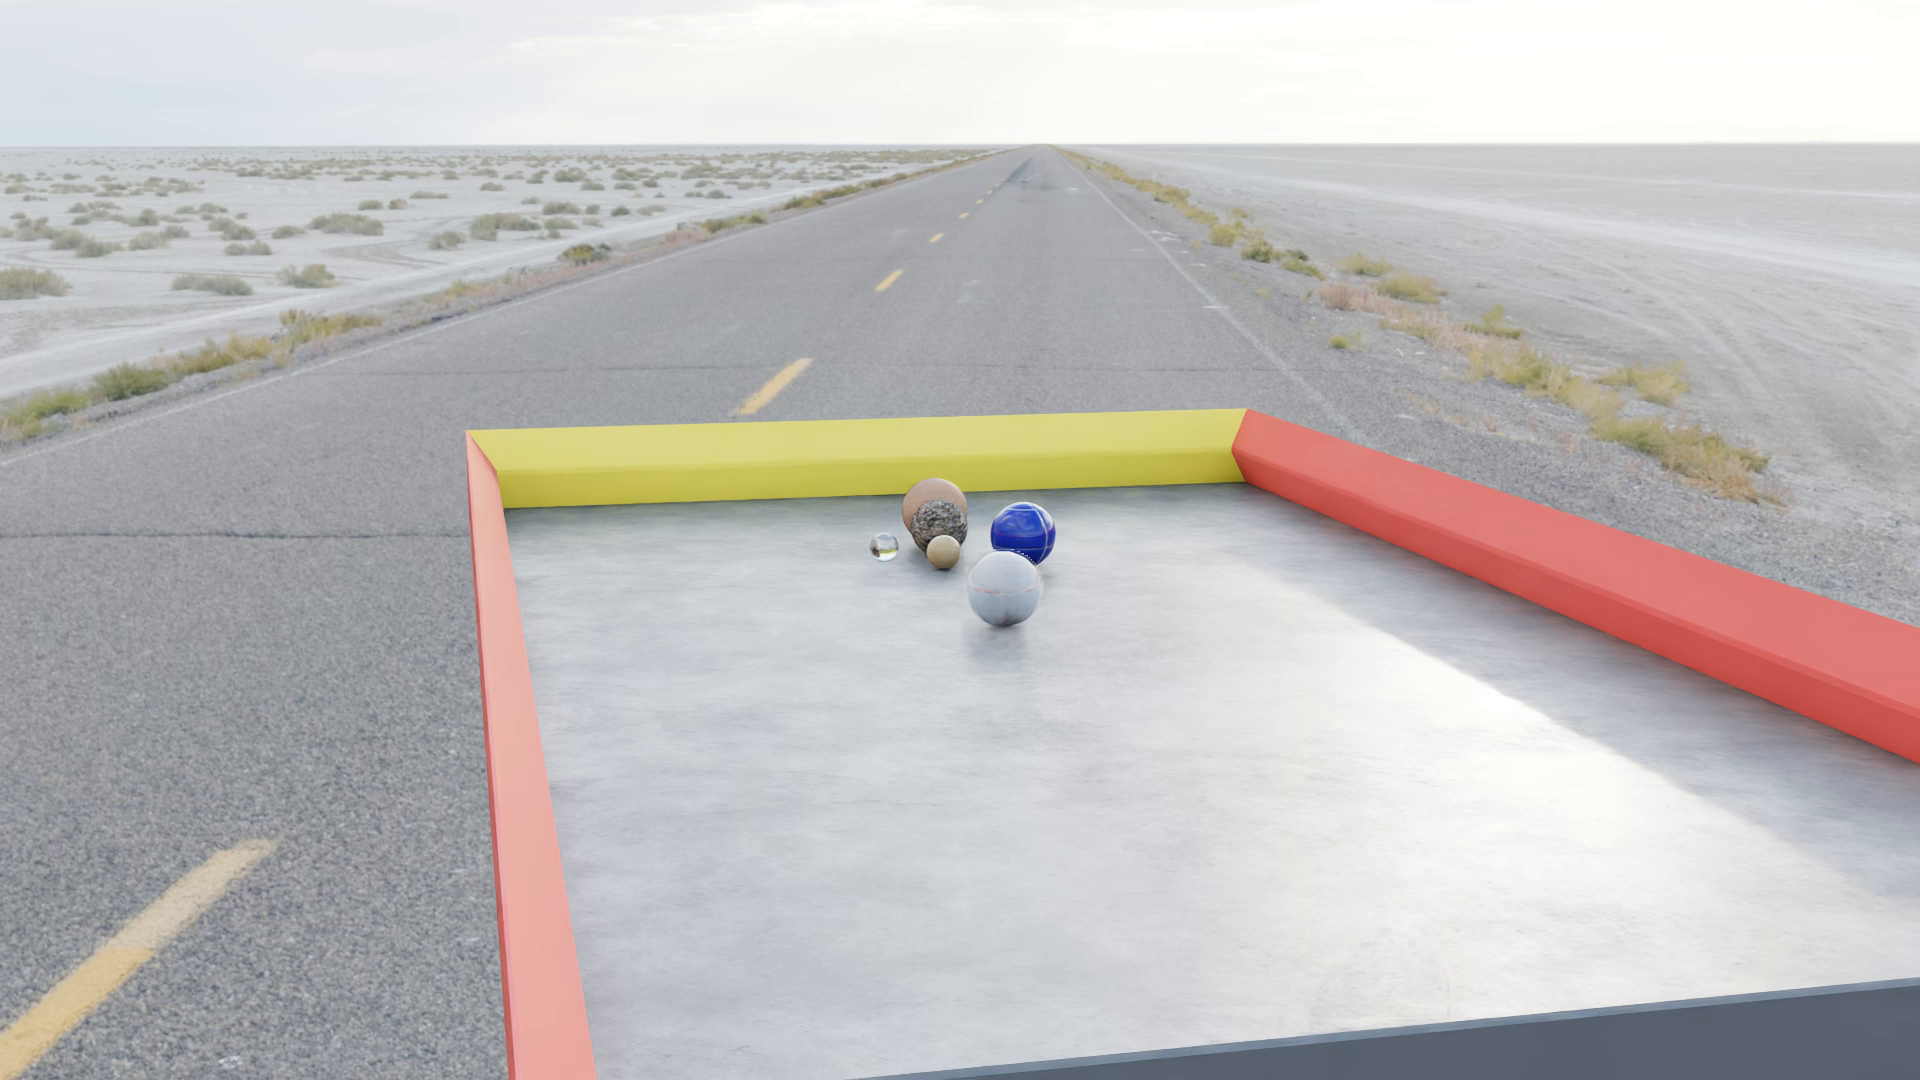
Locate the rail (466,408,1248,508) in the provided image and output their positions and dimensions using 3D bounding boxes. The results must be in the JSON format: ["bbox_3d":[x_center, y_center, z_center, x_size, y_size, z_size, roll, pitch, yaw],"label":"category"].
[{"bbox_3d":[-0.141,-0.135,3.659,1.327,0.126,0.045,-2,10,-13],"label":"rail"}]

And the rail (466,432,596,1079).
[{"bbox_3d":[-0.477,0.109,2.296,0.045,0.126,2.594,-2,10,-13],"label":"rail"}]

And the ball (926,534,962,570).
[{"bbox_3d":[-0.022,0.017,3.039,0.048,0.048,0.048,0,10,0],"label":"ball"}]

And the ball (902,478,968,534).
[{"bbox_3d":[-0.037,-0.043,3.231,0.097,0.097,0.097,0,10,0],"label":"ball"}]

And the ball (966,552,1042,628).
[{"bbox_3d":[0.053,0.060,2.674,0.092,0.092,0.092,0,10,0],"label":"ball"}]

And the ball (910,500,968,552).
[{"bbox_3d":[-0.030,-0.018,3.136,0.081,0.081,0.081,0,10,0],"label":"ball"}]

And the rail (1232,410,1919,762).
[{"bbox_3d":[0.770,0.058,2.580,0.045,0.126,2.594,-2,10,-13],"label":"rail"}]

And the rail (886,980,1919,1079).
[{"bbox_3d":[0.433,0.303,1.217,1.327,0.126,0.045,-2,10,-13],"label":"rail"}]

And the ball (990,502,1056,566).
[{"bbox_3d":[0.087,-0.007,3.046,0.092,0.092,0.092,0,10,0],"label":"ball"}]

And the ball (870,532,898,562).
[{"bbox_3d":[-0.107,0.010,3.099,0.041,0.041,0.041,0,10,0],"label":"ball"}]
